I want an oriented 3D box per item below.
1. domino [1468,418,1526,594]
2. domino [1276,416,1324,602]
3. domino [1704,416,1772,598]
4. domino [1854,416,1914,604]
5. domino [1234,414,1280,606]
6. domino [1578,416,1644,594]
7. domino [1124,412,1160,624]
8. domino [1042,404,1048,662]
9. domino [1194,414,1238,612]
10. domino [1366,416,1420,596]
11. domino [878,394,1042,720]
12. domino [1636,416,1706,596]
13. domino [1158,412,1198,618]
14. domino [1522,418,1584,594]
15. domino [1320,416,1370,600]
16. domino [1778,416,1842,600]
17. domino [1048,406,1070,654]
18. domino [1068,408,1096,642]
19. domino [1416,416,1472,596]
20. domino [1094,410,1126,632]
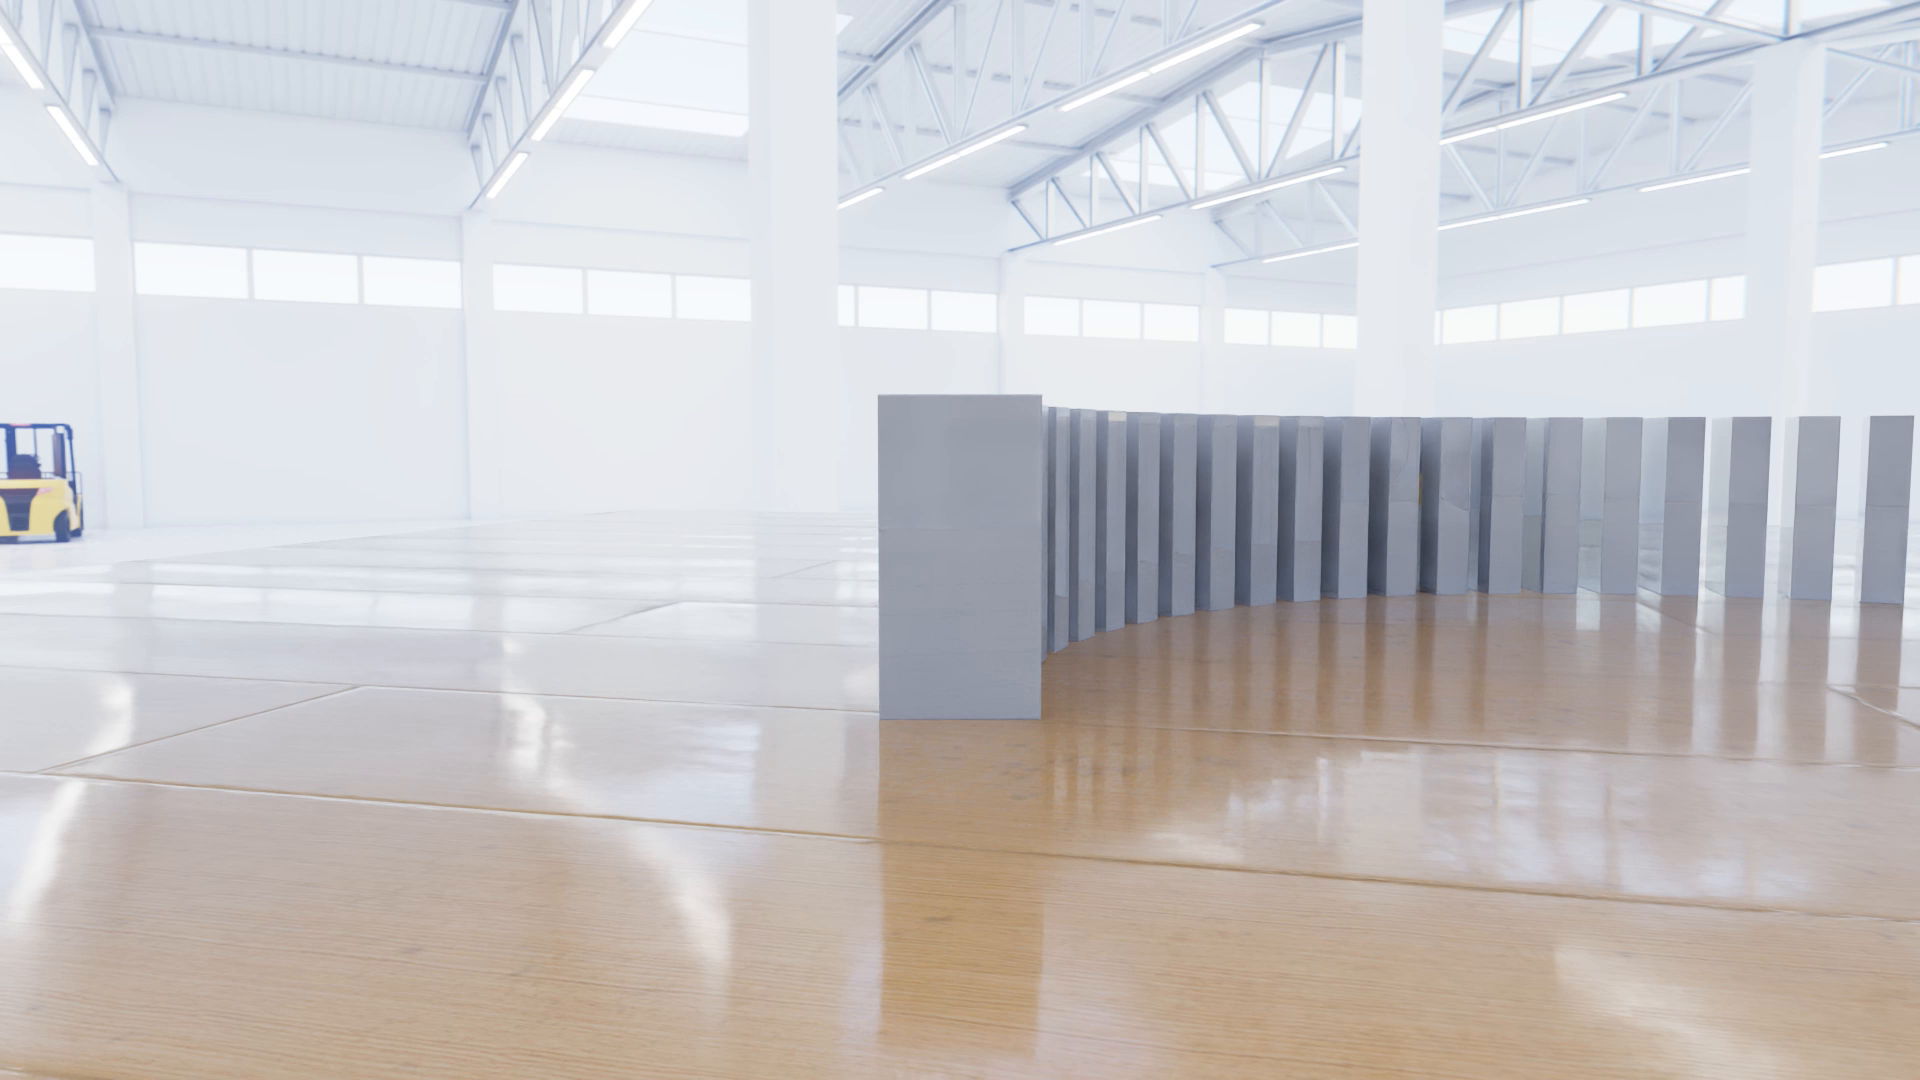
[{"bbox_3d":[0.154,-0.011,0.375,0.009,0.050,0.025,0,4,-4],"label":"domino"},{"bbox_3d":[0.088,-0.009,0.356,0.009,0.050,0.025,-2,5,-28],"label":"domino"},{"bbox_3d":[0.222,-0.010,0.366,0.010,0.050,0.025,1,5,19],"label":"domino"},{"bbox_3d":[0.253,-0.009,0.351,0.009,0.050,0.025,3,5,31],"label":"domino"},{"bbox_3d":[0.073,-0.008,0.347,0.009,0.050,0.025,-3,5,-34],"label":"domino"},{"bbox_3d":[0.188,-0.010,0.374,0.009,0.050,0.025,1,4,8],"label":"domino"},{"bbox_3d":[0.035,-0.006,0.313,0.025,0.050,0.009,3,5,38],"label":"domino"},{"bbox_3d":[0.004,-0.001,0.252,0.025,0.050,0.010,1,4,14],"label":"domino"},{"bbox_3d":[0.059,-0.008,0.337,0.009,0.050,0.025,-4,6,-39],"label":"domino"},{"bbox_3d":[0.120,-0.010,0.369,0.009,0.050,0.025,-1,4,-16],"label":"domino"},{"bbox_3d":[0.000,0.002,0.201,0.025,0.050,0.010,0,4,0],"label":"domino"},{"bbox_3d":[0.205,-0.010,0.371,0.010,0.050,0.025,1,4,13],"label":"domino"},{"bbox_3d":[0.047,-0.007,0.326,0.025,0.050,0.010,4,6,45],"label":"domino"},{"bbox_3d":[0.171,-0.011,0.375,0.009,0.050,0.025,0,4,2],"label":"domino"},{"bbox_3d":[0.104,-0.010,0.363,0.009,0.050,0.025,-2,5,-21],"label":"domino"},{"bbox_3d":[0.238,-0.009,0.359,0.009,0.050,0.025,2,5,25],"label":"domino"},{"bbox_3d":[0.009,-0.003,0.268,0.025,0.050,0.009,2,5,21],"label":"domino"},{"bbox_3d":[0.017,-0.004,0.284,0.025,0.050,0.009,2,5,27],"label":"domino"},{"bbox_3d":[0.137,-0.010,0.373,0.009,0.050,0.025,-1,4,-10],"label":"domino"},{"bbox_3d":[0.025,-0.005,0.299,0.025,0.050,0.009,3,5,33],"label":"domino"}]
